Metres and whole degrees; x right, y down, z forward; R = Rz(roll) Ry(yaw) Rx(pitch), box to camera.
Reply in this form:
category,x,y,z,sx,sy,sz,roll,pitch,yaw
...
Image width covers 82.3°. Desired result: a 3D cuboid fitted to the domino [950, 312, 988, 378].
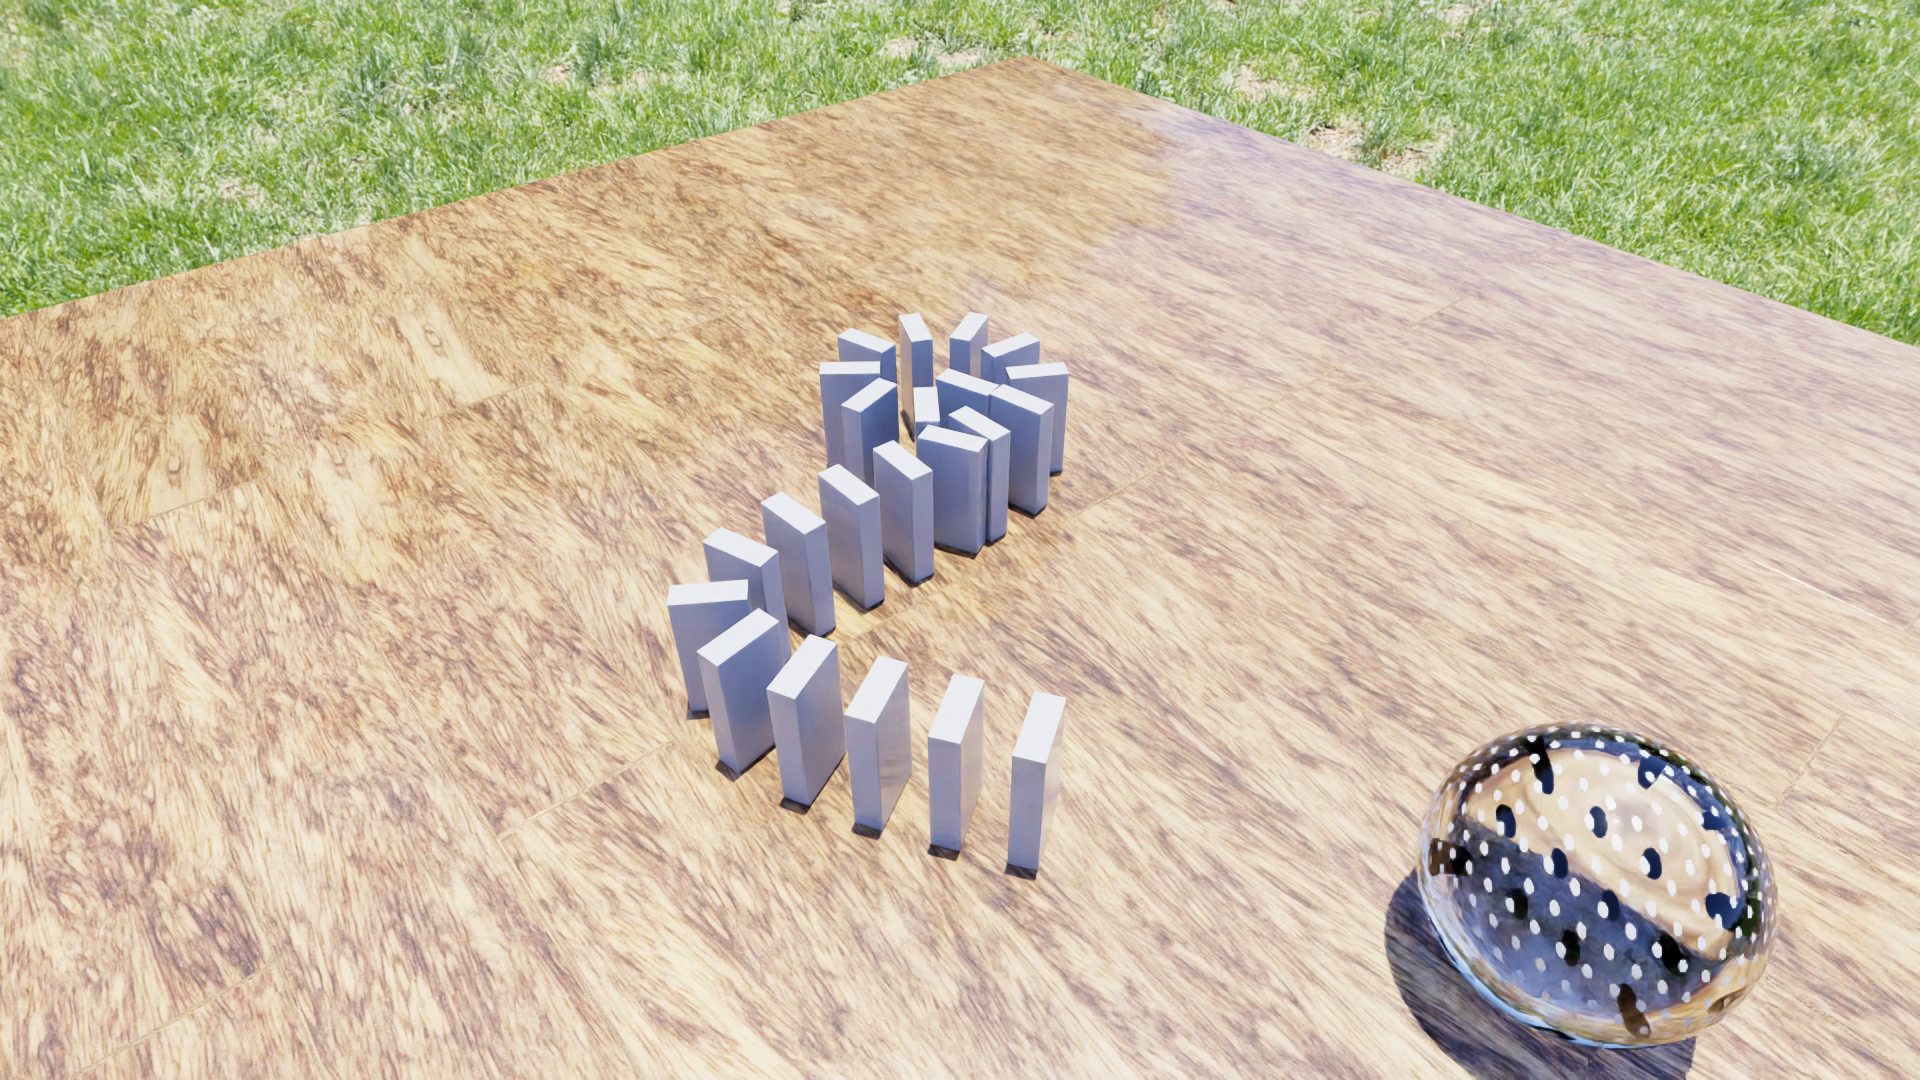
category,x,y,z,sx,sy,sz,roll,pitch,yaw
domino,0.004,-0.076,0.504,0.009,0.050,0.025,13,41,16

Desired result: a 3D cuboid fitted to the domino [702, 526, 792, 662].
category,x,y,z,sx,sy,sz,roll,pitch,yaw
domino,-0.074,0.021,0.385,0.025,0.050,0.009,21,44,24

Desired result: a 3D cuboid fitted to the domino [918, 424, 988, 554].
category,x,y,z,sx,sy,sz,roll,pitch,yaw
domino,-0.003,-0.020,0.435,0.025,0.050,0.010,15,42,18

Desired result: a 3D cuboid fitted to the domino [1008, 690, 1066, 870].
category,x,y,z,sx,sy,sz,roll,pitch,yaw
domino,0.022,0.071,0.324,0.010,0.050,0.025,11,41,13

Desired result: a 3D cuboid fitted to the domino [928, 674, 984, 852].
category,x,y,z,sx,sy,sz,roll,pitch,yaw
domino,-0.001,0.067,0.330,0.009,0.050,0.025,11,41,13

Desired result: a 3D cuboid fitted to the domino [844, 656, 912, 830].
category,x,y,z,sx,sy,sz,roll,pitch,yaw
domino,-0.024,0.062,0.335,0.010,0.050,0.025,13,41,15

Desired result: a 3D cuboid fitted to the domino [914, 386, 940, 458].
category,x,y,z,sx,sy,sz,roll,pitch,yaw
domino,-0.013,-0.035,0.454,0.009,0.050,0.025,-2,39,-3

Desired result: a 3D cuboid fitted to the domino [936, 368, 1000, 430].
category,x,y,z,sx,sy,sz,roll,pitch,yaw
domino,0.003,-0.046,0.467,0.025,0.050,0.010,22,44,24

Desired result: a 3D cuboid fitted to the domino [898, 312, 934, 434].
category,x,y,z,sx,sy,sz,roll,pitch,yaw
domino,-0.020,-0.075,0.503,0.009,0.050,0.025,-10,40,-12

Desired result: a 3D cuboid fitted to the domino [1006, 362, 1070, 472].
category,x,y,z,sx,sy,sz,roll,pitch,yaw
domino,0.032,-0.051,0.474,0.025,0.050,0.010,-6,40,-8

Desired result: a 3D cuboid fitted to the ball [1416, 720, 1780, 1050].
category,x,y,z,sx,sy,sz,roll,pitch,yaw
ball,0.160,0.087,0.282,0.080,0.080,0.080,0,39,0

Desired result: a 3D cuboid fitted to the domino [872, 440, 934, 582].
category,x,y,z,sx,sy,sz,roll,pitch,yaw
domino,-0.021,-0.011,0.424,0.010,0.050,0.025,-26,46,-28

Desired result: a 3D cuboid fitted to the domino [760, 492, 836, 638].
category,x,y,z,sx,sy,sz,roll,pitch,yaw
domino,-0.058,0.010,0.400,0.009,0.050,0.025,-32,49,-33

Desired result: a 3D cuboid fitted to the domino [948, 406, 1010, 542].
category,x,y,z,sx,sy,sz,roll,pitch,yaw
domino,0.007,-0.026,0.444,0.010,0.050,0.025,-31,48,-32

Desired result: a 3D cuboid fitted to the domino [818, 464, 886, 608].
category,x,y,z,sx,sy,sz,roll,pitch,yaw
domino,-0.040,-0.001,0.413,0.009,0.050,0.025,-28,47,-30

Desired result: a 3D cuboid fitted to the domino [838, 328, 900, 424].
category,x,y,z,sx,sy,sz,roll,pitch,yaw
domino,-0.041,-0.068,0.494,0.025,0.050,0.010,24,45,27

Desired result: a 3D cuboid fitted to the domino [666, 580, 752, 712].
category,x,y,z,sx,sy,sz,roll,pitch,yaw
domino,-0.081,0.036,0.367,0.025,0.050,0.009,-4,40,-5

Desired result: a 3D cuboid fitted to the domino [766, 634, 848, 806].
category,x,y,z,sx,sy,sz,roll,pitch,yaw
domino,-0.047,0.057,0.342,0.009,0.050,0.025,16,42,19

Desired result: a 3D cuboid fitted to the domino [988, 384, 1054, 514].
category,x,y,z,sx,sy,sz,roll,pitch,yaw
domino,0.025,-0.037,0.457,0.025,0.050,0.010,26,46,28

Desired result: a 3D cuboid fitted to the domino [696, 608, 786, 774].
category,x,y,z,sx,sy,sz,roll,pitch,yaw
domino,-0.068,0.049,0.352,0.010,0.050,0.025,28,47,30

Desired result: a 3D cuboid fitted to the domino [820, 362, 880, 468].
category,x,y,z,sx,sy,sz,roll,pitch,yaw
domino,-0.046,-0.053,0.476,0.025,0.050,0.009,-1,39,-1

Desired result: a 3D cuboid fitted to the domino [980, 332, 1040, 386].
category,x,y,z,sx,sy,sz,roll,pitch,yaw
domino,0.022,-0.065,0.491,0.025,0.050,0.009,-24,45,-27

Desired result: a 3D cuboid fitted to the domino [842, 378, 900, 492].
category,x,y,z,sx,sy,sz,roll,pitch,yaw
domino,-0.036,-0.039,0.460,0.009,0.050,0.025,23,44,25
